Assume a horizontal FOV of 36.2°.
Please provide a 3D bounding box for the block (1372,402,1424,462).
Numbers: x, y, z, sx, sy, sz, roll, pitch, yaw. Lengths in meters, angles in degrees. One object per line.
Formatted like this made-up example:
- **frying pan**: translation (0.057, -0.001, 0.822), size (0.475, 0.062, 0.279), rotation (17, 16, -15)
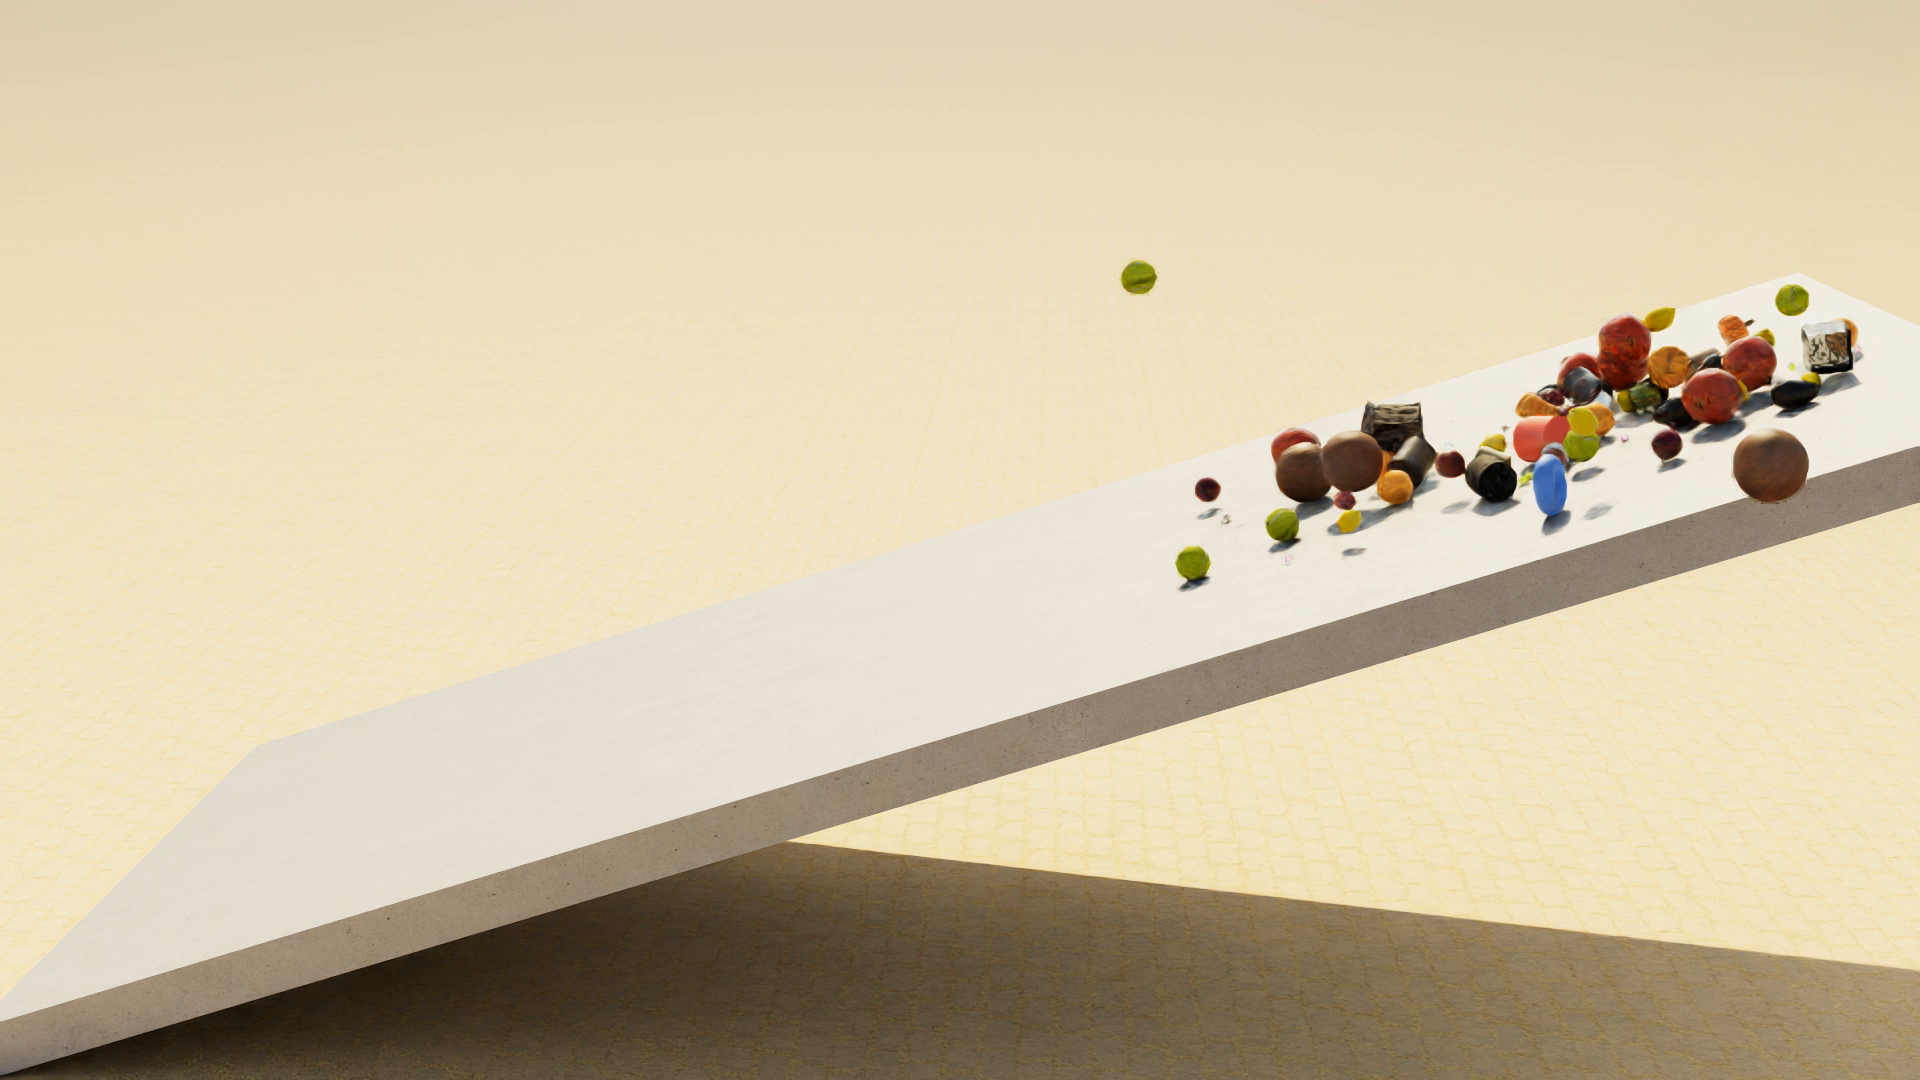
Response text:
- **block**: translation (0.934, -0.228, 6.257), size (0.092, 0.092, 0.092), rotation (-2, 29, 16)

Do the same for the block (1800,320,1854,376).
- **block**: translation (1.734, -0.384, 5.882), size (0.082, 0.082, 0.082), rotation (-8, 19, 8)

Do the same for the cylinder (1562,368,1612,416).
- **cylinder**: translation (1.332, -0.316, 6.249), size (0.077, 0.077, 0.077), rotation (-7, 36, -33)

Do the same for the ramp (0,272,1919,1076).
- **ramp**: translation (0.100, 0.183, 6.312), size (4.000, 0.100, 2.000), rotation (-17, 10, 5)

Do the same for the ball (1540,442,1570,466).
- **ball**: translation (1.184, -0.166, 5.856), size (0.056, 0.056, 0.056), rotation (0, 11, 0)

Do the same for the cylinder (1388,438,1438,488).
- **cylinder**: translation (0.942, -0.160, 6.123), size (0.077, 0.077, 0.077), rotation (9, 44, 37)

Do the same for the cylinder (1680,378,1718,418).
- **cylinder**: translation (1.493, -0.287, 5.939), size (0.065, 0.065, 0.065), rotation (5, 19, 22)

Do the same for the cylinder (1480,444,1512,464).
- **cylinder**: translation (1.060, -0.151, 5.863), size (0.059, 0.059, 0.059), rotation (33, 19, 10)

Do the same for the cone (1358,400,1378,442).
- **cone**: translation (0.976, -0.262, 6.748), size (0.099, 0.099, 0.099), rotation (13, 14, 13)

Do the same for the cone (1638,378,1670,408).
- **cone**: translation (1.458, -0.301, 6.175), size (0.066, 0.066, 0.066), rotation (3, -11, 16)

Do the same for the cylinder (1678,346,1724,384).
- **cylinder**: translation (1.570, -0.369, 6.227), size (0.068, 0.068, 0.068), rotation (-21, 18, -17)

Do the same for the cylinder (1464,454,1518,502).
- **cylinder**: translation (1.042, -0.121, 5.771), size (0.080, 0.080, 0.080), rotation (-2, 13, -9)
